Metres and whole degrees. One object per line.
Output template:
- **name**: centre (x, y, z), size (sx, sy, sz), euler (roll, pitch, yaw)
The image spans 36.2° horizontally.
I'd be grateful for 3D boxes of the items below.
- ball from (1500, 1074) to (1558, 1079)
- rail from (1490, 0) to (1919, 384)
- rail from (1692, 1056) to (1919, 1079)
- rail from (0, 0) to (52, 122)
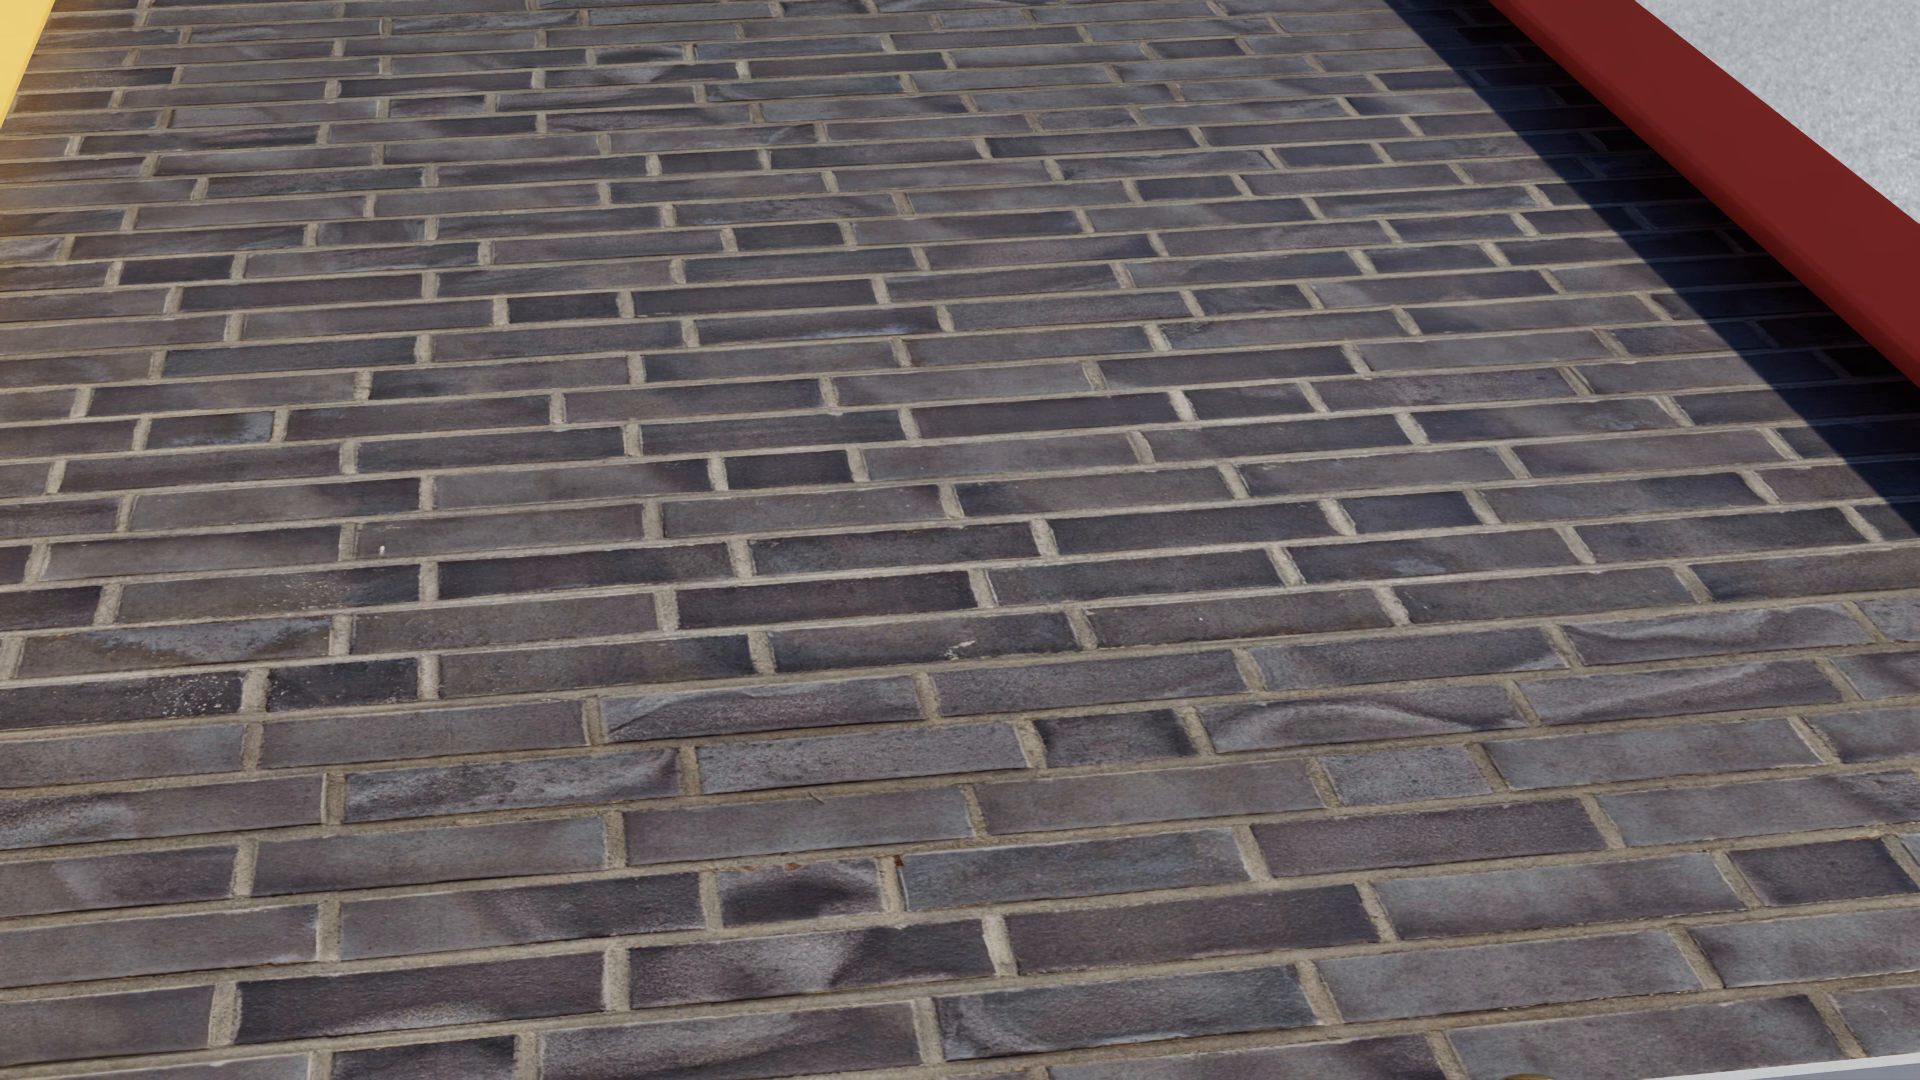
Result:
- **ball**: centre (0.263, 0.278, 1.353), size (0.065, 0.065, 0.065), euler (0, 27, 0)
- **rail**: centre (0.619, -0.400, 2.652), size (0.045, 0.115, 2.927), euler (-4, 27, -8)
- **rail**: centre (0.108, 0.286, 1.278), size (1.526, 0.115, 0.045), euler (-4, 27, -8)
- **rail**: centre (-0.842, -0.299, 2.450), size (0.045, 0.115, 2.927), euler (-4, 27, -8)
